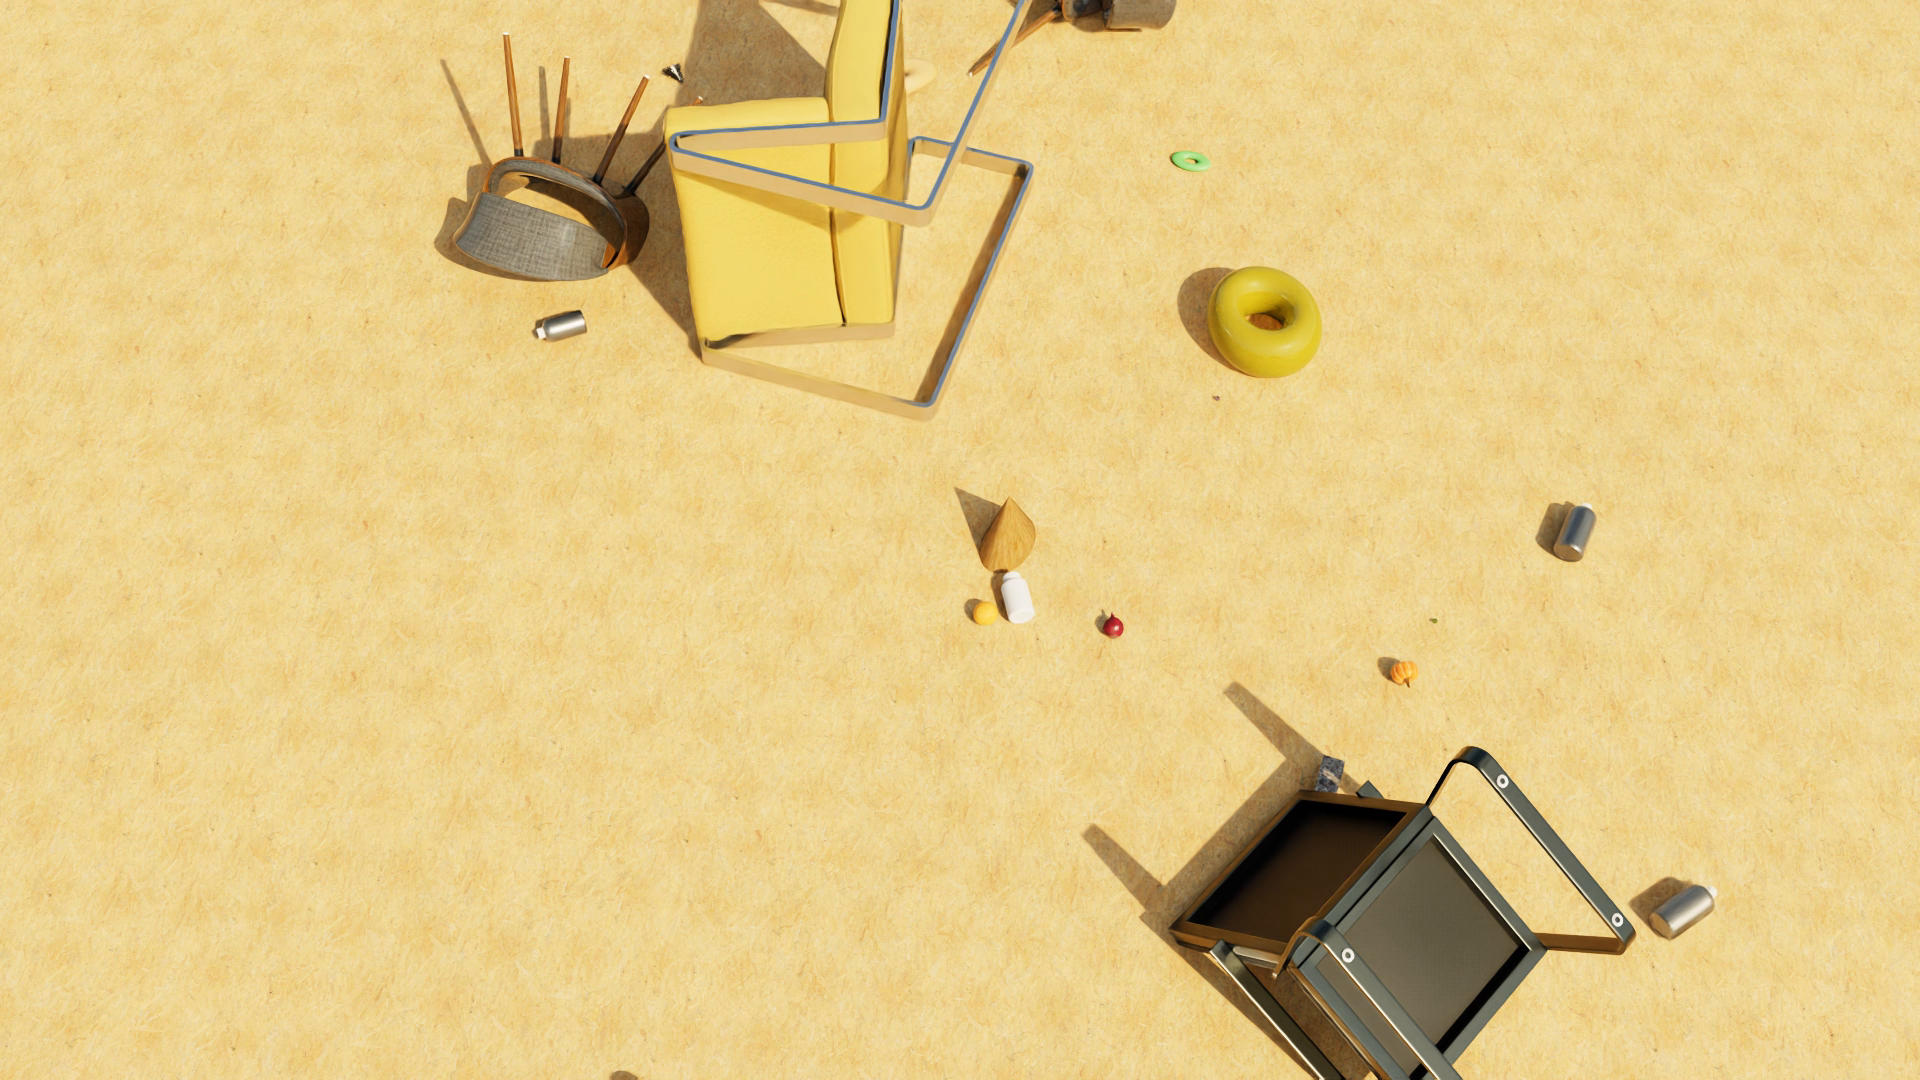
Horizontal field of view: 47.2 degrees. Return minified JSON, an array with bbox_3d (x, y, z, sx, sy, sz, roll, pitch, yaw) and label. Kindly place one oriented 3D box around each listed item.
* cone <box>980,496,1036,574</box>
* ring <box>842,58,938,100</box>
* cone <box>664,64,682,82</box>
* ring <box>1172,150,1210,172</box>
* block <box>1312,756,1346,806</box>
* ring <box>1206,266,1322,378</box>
[{"bbox_3d":[0.142,-0.060,6.464,0.153,0.249,0.228,22,59,14],"label":"cone"},{"bbox_3d":[-0.243,-1.596,7.613,0.350,0.053,0.165,-15,57,-10],"label":"ring"},{"bbox_3d":[-0.981,-1.611,7.640,0.069,0.052,0.067,-31,83,-23],"label":"cone"},{"bbox_3d":[0.781,-1.278,7.418,0.136,0.023,0.082,16,58,11],"label":"ring"},{"bbox_3d":[1.022,0.666,6.096,0.062,0.051,0.118,16,58,10],"label":"block"},{"bbox_3d":[0.958,-0.688,6.931,0.350,0.178,0.406,-23,58,-13],"label":"ring"}]
